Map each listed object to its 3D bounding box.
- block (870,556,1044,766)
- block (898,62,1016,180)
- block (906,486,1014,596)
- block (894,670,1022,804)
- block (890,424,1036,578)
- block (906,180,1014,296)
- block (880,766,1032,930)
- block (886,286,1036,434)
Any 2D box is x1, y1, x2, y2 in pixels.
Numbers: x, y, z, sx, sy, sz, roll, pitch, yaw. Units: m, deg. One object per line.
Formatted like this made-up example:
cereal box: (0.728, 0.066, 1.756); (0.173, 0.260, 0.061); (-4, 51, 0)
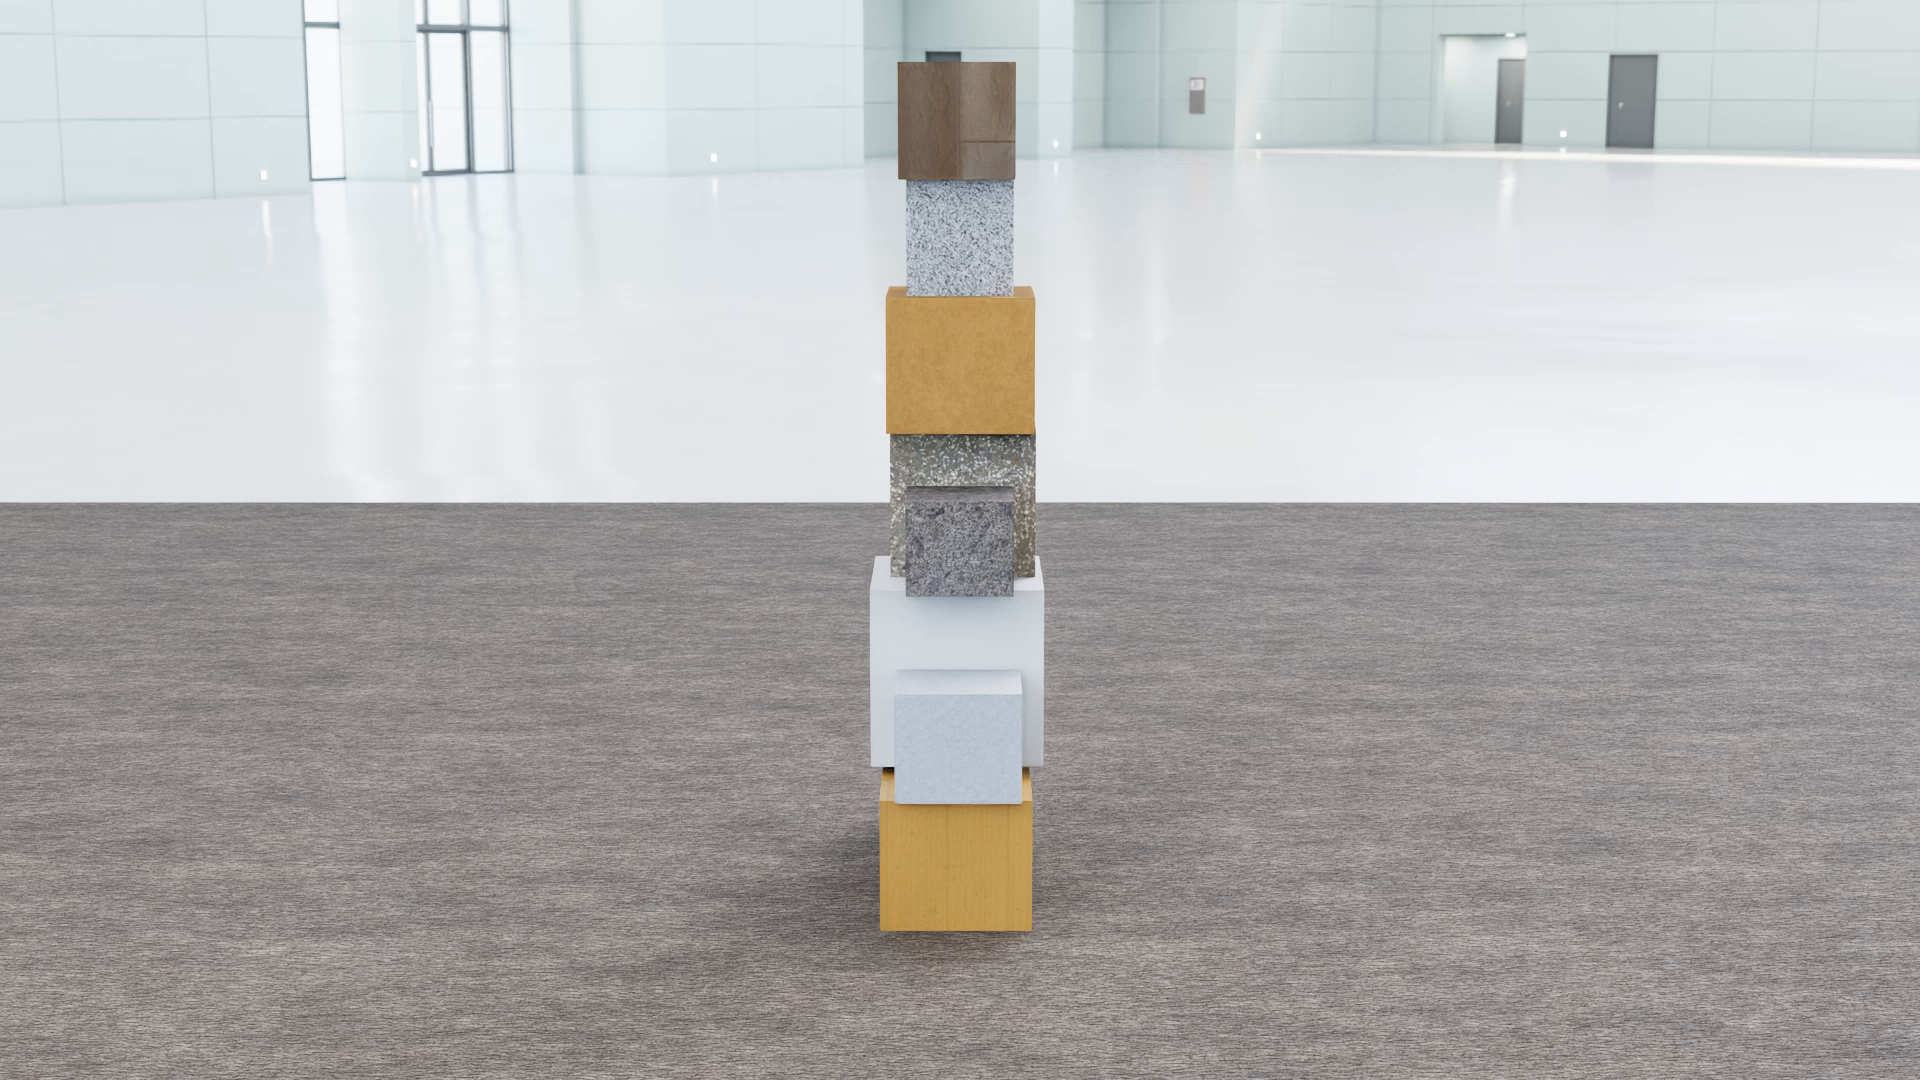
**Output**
block: (-0.012, 0.519, 11.249); (0.735, 0.768, 0.776); (0, 10, 0)
block: (-0.014, -1.778, 10.857); (0.489, 0.482, 0.472); (0, 10, 0)
block: (-0.001, 0.002, 10.831); (0.450, 0.400, 0.408); (0, 10, 0)
block: (-0.007, 0.814, 10.676); (0.520, 0.462, 0.438); (0, 10, 0)
block: (0.013, -0.219, 11.353); (0.624, 0.649, 0.679); (0, 10, 0)
block: (0.000, -1.302, 10.944); (0.449, 0.487, 0.396); (0, 10, 0)
block: (-0.016, 1.299, 10.861); (0.630, 0.558, 0.538); (0, 10, 0)
block: (0.002, -0.781, 11.038); (0.625, 0.571, 0.616); (0, 10, 0)
